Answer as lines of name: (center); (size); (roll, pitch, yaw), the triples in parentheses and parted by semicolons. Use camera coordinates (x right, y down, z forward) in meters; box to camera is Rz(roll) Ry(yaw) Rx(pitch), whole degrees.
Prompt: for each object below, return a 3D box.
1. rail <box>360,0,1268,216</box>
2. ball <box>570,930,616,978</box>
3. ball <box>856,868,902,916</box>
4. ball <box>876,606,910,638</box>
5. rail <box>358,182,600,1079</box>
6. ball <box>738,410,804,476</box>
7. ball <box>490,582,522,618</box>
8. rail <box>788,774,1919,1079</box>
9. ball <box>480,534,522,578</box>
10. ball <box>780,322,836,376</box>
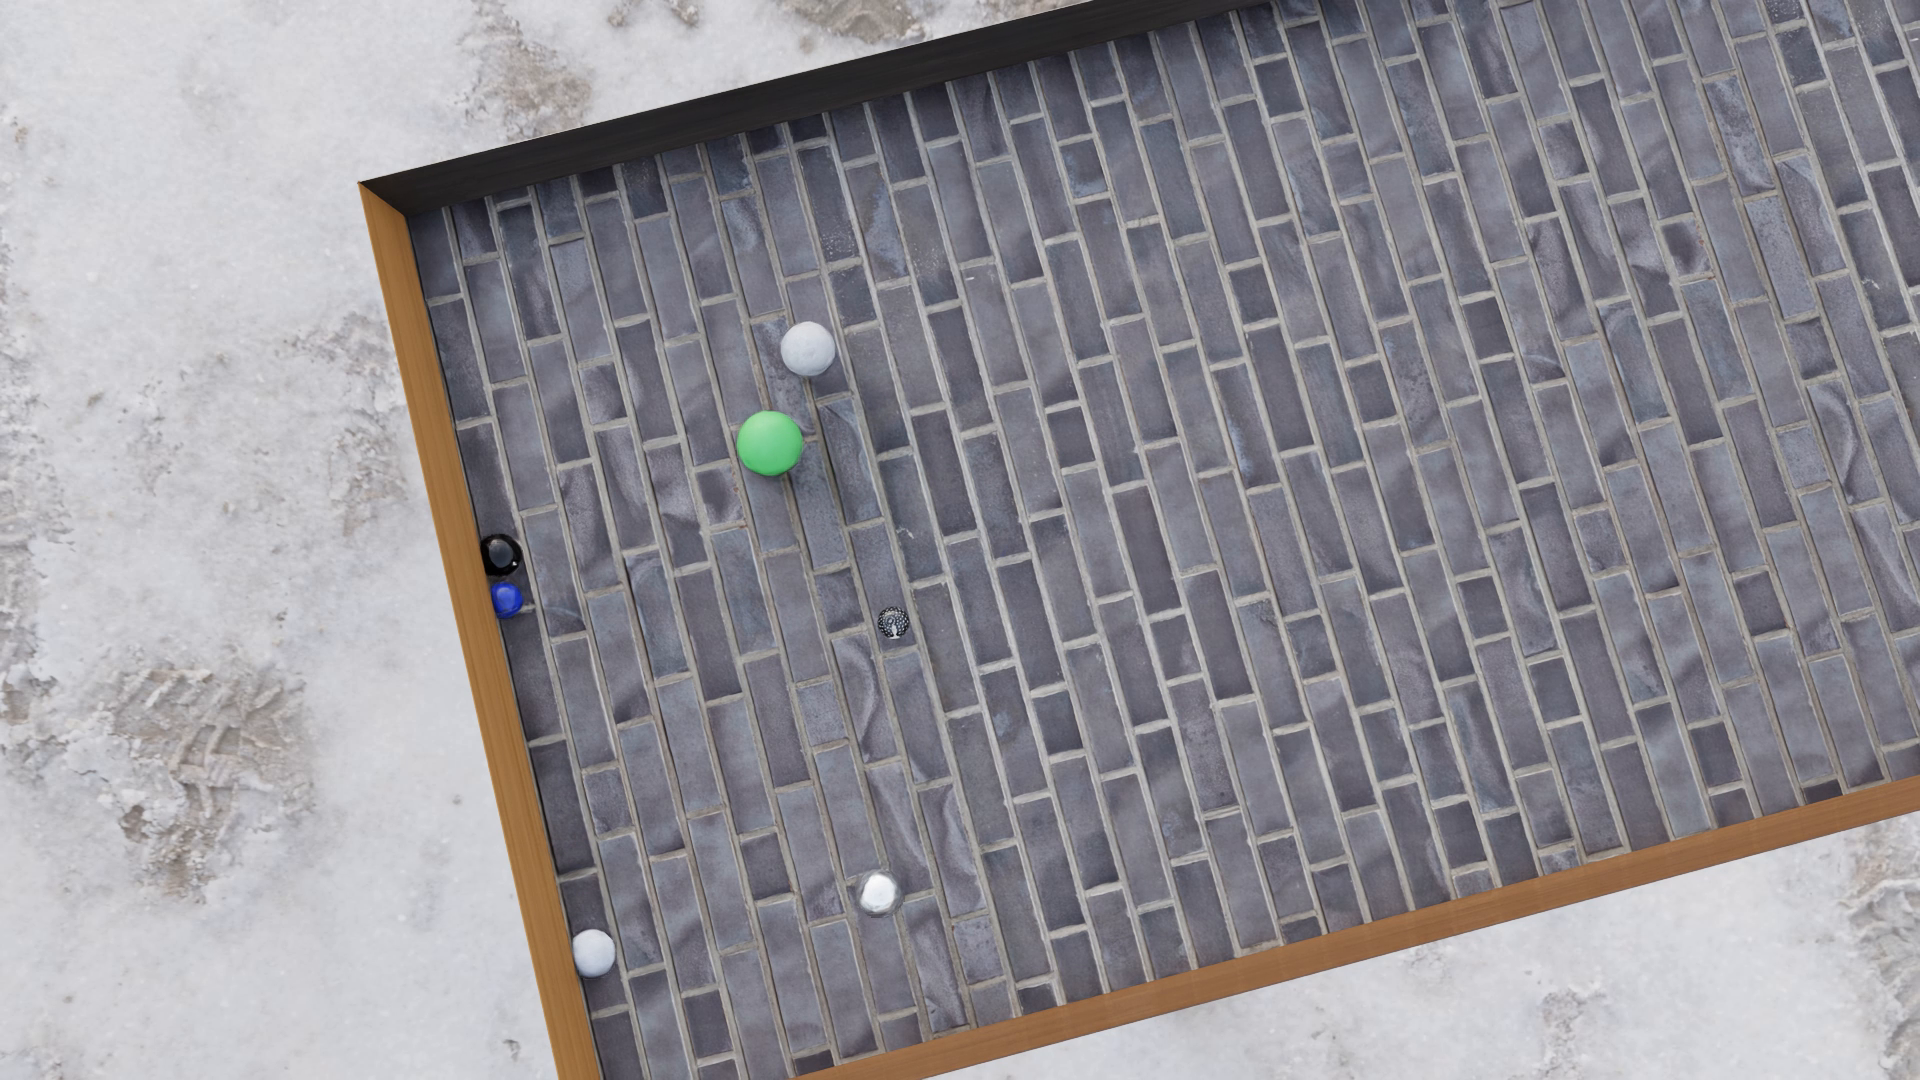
rail: (0.532, -0.872, 3.413); (2.953, 0.128, 0.045); (-14, 80, -3)
ball: (-0.532, 0.598, 3.179); (0.069, 0.069, 0.069); (0, 80, 0)
ball: (-0.117, 0.512, 3.195); (0.068, 0.068, 0.068); (0, 80, 0)
ball: (-0.099, 0.123, 3.275); (0.049, 0.049, 0.049); (0, 80, 0)
rail: (-0.691, 0.173, 3.225); (0.045, 0.128, 1.480); (-14, 80, -3)
ball: (-0.285, -0.145, 3.298); (0.098, 0.098, 0.098); (0, 80, 0)
ball: (-0.679, 0.089, 3.278); (0.054, 0.054, 0.054); (0, 80, 0)
rail: (0.896, 0.492, 3.167); (2.953, 0.128, 0.045); (-14, 80, -3)
ball: (-0.688, 0.023, 3.284); (0.066, 0.066, 0.066); (0, 80, 0)
ball: (-0.230, -0.289, 3.332); (0.083, 0.083, 0.083); (0, 80, 0)
